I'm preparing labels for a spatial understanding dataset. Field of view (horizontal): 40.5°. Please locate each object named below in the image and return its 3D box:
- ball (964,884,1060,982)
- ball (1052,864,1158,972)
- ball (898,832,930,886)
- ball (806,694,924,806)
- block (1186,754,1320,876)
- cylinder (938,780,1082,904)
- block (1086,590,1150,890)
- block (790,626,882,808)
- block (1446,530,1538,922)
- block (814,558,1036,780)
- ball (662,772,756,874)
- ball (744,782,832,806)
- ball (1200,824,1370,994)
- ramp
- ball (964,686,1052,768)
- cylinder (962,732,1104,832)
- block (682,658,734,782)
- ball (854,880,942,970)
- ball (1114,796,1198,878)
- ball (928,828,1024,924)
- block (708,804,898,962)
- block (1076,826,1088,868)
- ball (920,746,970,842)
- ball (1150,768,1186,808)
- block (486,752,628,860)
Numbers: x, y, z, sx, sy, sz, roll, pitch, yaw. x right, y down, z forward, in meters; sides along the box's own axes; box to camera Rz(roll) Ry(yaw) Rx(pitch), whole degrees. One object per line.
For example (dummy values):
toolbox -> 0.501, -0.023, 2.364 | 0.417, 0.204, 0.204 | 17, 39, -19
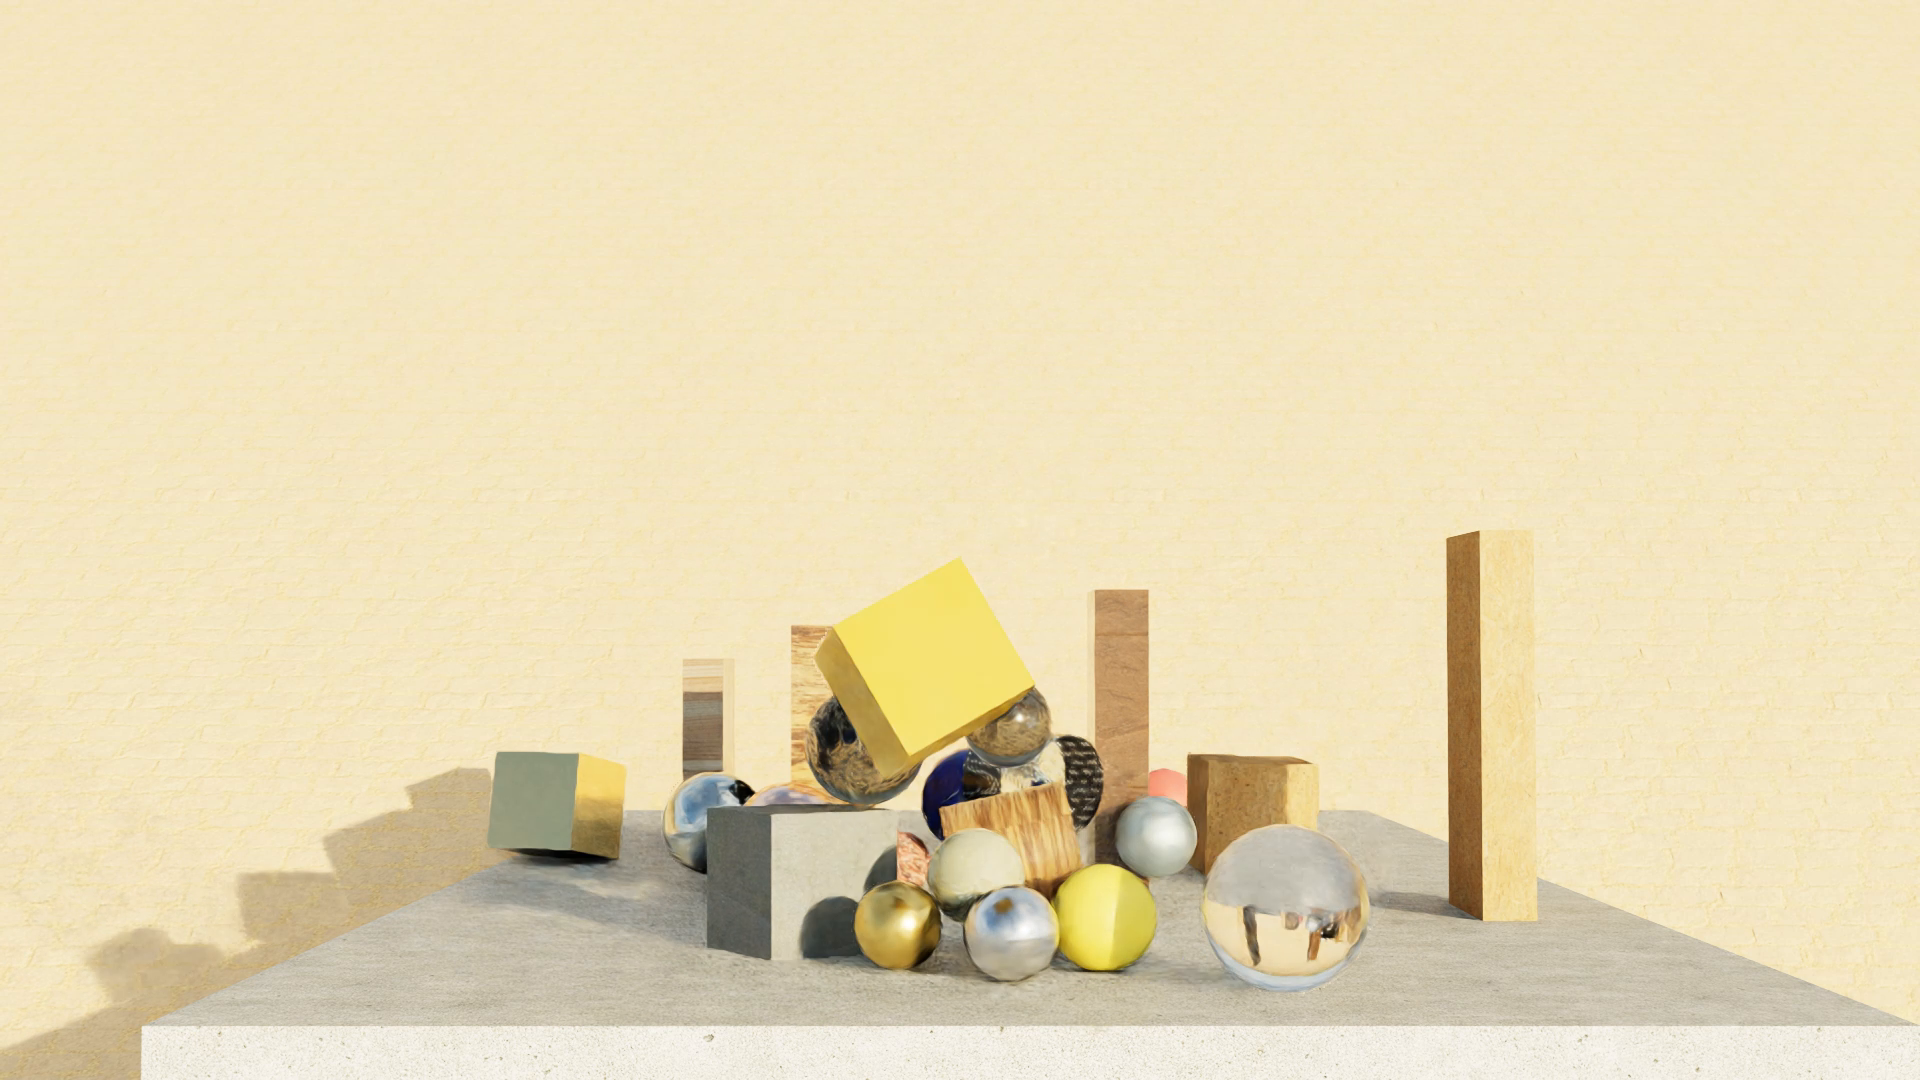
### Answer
ball -> 0.066, 0.501, 3.319 | 0.124, 0.124, 0.124 | 0, 37, 0
ball -> 0.189, 0.497, 3.422 | 0.141, 0.141, 0.141 | 0, 37, 0
ball -> -0.105, 0.559, 4.496 | 0.111, 0.111, 0.111 | 0, 37, 0
ball -> -0.132, 0.287, 3.639 | 0.168, 0.168, 0.168 | 0, 37, 0
block -> 0.552, 0.522, 4.942 | 0.210, 0.210, 0.210 | 2, -1, -6
cylinder -> 0.076, 0.444, 3.659 | 0.177, 0.177, 0.177 | -13, 38, -1
block -> 0.266, 0.348, 4.393 | 0.090, 0.523, 0.245 | 0, -2, 0
block -> -0.224, 0.393, 4.798 | 0.150, 0.468, 0.390 | 0, -2, 0
block -> 0.860, 0.296, 4.222 | 0.085, 0.612, 0.284 | 0, -2, 0
block -> -0.047, 0.162, 3.226 | 0.181, 0.181, 0.181 | -29, 82, -17
ball -> -0.441, 0.509, 4.676 | 0.186, 0.186, 0.186 | 0, 37, 0
ball -> -0.297, 0.512, 4.504 | 0.187, 0.187, 0.187 | 0, 37, 0
ball -> 0.402, 0.455, 3.214 | 0.207, 0.207, 0.207 | 0, 37, 0
ramp -> 0.081, 0.683, 4.918 | 2.000, 0.100, 4.000 | 0, -2, 0
ball -> 0.066, 0.255, 3.636 | 0.126, 0.126, 0.126 | 0, 37, 0
cylinder -> 0.119, 0.393, 4.258 | 0.164, 0.164, 0.164 | -33, 24, -36
block -> -0.551, 0.464, 5.708 | 0.087, 0.406, 0.282 | 0, -2, 0
ball -> -0.082, 0.510, 3.442 | 0.117, 0.117, 0.117 | 0, 37, 0
ball -> 0.316, 0.479, 4.198 | 0.133, 0.133, 0.133 | 0, 37, 0
ball -> 0.021, 0.451, 3.483 | 0.131, 0.131, 0.131 | 0, 37, 0
block -> -0.223, 0.480, 3.679 | 0.199, 0.199, 0.199 | 2, -3, -31
block -> 0.223, 0.568, 5.108 | 0.146, 0.146, 0.146 | -1, -3, 17
ball -> 0.027, 0.489, 4.883 | 0.201, 0.201, 0.201 | 0, 37, 0
ball -> 0.441, 0.578, 5.606 | 0.169, 0.169, 0.169 | 0, 37, 0
block -> -0.811, 0.536, 5.249 | 0.192, 0.192, 0.192 | -1, 78, 23
